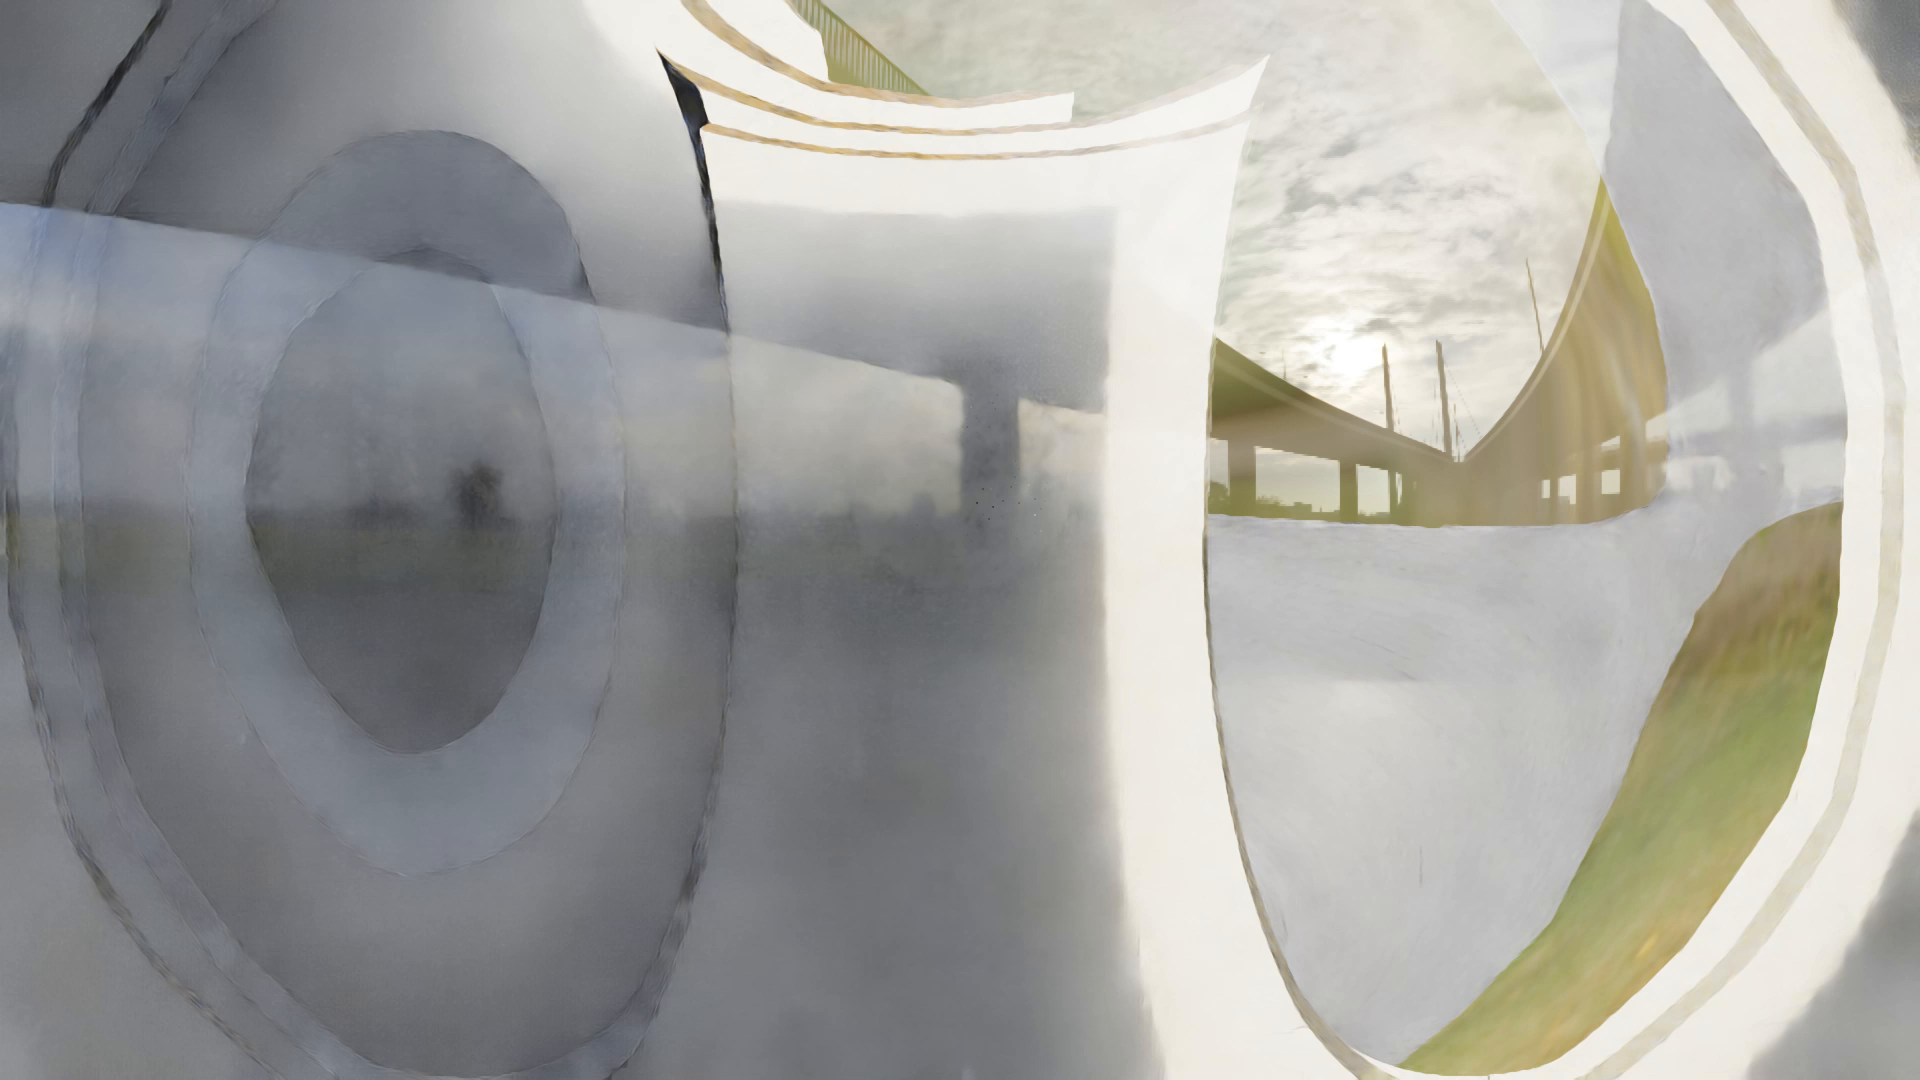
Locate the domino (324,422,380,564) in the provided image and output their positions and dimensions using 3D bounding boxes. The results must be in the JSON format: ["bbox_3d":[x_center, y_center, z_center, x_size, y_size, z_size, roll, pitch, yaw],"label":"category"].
[{"bbox_3d":[-0.220,-0.017,0.463,0.025,0.050,0.009,4,6,42],"label":"domino"}]

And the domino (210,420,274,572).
[{"bbox_3d":[-0.244,-0.015,0.435,0.025,0.050,0.009,4,6,41],"label":"domino"}]

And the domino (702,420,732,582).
[{"bbox_3d":[-0.067,-0.013,0.403,0.025,0.050,0.009,-3,6,-39],"label":"domino"}]

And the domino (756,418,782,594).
[{"bbox_3d":[-0.046,-0.010,0.374,0.025,0.050,0.009,-3,5,-33],"label":"domino"}]

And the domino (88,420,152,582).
[{"bbox_3d":[-0.267,-0.013,0.407,0.025,0.050,0.009,4,6,40],"label":"domino"}]

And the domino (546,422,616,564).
[{"bbox_3d":[-0.136,-0.017,0.464,0.009,0.050,0.025,2,5,30],"label":"domino"}]

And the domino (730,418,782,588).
[{"bbox_3d":[-0.056,-0.012,0.389,0.025,0.050,0.009,-3,5,-36],"label":"domino"}]

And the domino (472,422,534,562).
[{"bbox_3d":[-0.170,-0.018,0.477,0.009,0.050,0.025,1,4,9],"label":"domino"}]

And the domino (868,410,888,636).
[{"bbox_3d":[-0.008,-0.004,0.291,0.025,0.050,0.010,-1,4,-16],"label":"domino"}]

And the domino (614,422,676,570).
[{"bbox_3d":[-0.106,-0.016,0.443,0.009,0.050,0.025,4,6,39],"label":"domino"}]

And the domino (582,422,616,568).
[{"bbox_3d":[-0.120,-0.016,0.454,0.009,0.050,0.025,3,5,35],"label":"domino"}]

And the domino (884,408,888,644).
[{"bbox_3d":[-0.003,-0.003,0.273,0.025,0.050,0.009,-1,4,-12],"label":"domino"}]

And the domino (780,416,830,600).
[{"bbox_3d":[-0.036,-0.009,0.358,0.025,0.050,0.010,-2,5,-30],"label":"domino"}]

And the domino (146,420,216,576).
[{"bbox_3d":[-0.256,-0.014,0.421,0.025,0.050,0.009,3,5,37],"label":"domino"}]

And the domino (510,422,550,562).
[{"bbox_3d":[-0.152,-0.018,0.472,0.010,0.050,0.025,2,5,22],"label":"domino"}]

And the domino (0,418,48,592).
[{"bbox_3d":[-0.283,-0.011,0.375,0.025,0.050,0.009,1,4,9],"label":"domino"}]

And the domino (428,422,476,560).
[{"bbox_3d":[-0.188,-0.018,0.478,0.009,0.050,0.025,0,4,-4],"label":"domino"}]

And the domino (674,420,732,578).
[{"bbox_3d":[-0.079,-0.014,0.417,0.025,0.050,0.009,-4,6,-42],"label":"domino"}]

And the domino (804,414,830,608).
[{"bbox_3d":[-0.028,-0.008,0.342,0.025,0.050,0.009,-2,5,-27],"label":"domino"}]

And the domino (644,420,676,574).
[{"bbox_3d":[-0.092,-0.015,0.430,0.010,0.050,0.025,4,6,44],"label":"domino"}]

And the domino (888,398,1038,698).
[{"bbox_3d":[0.001,0.001,0.219,0.025,0.050,0.009,0,4,2],"label":"domino"}]

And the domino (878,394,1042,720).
[{"bbox_3d":[0.000,0.002,0.201,0.025,0.050,0.009,0,4,0],"label":"domino"}]

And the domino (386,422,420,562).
[{"bbox_3d":[-0.206,-0.018,0.474,0.009,0.050,0.025,-2,5,-22],"label":"domino"}]

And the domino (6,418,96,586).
[{"bbox_3d":[-0.278,-0.012,0.392,0.025,0.050,0.009,2,5,27],"label":"domino"}]

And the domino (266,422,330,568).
[{"bbox_3d":[-0.232,-0.016,0.449,0.025,0.050,0.010,4,6,41],"label":"domino"}]

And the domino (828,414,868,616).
[{"bbox_3d":[-0.020,-0.007,0.326,0.025,0.050,0.009,-2,5,-23],"label":"domino"}]

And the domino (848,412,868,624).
[{"bbox_3d":[-0.013,-0.006,0.309,0.025,0.050,0.010,-2,5,-20],"label":"domino"}]

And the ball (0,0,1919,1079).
[{"bbox_3d":[0.000,-0.002,0.056,0.080,0.080,0.080,0,4,0],"label":"ball"}]
